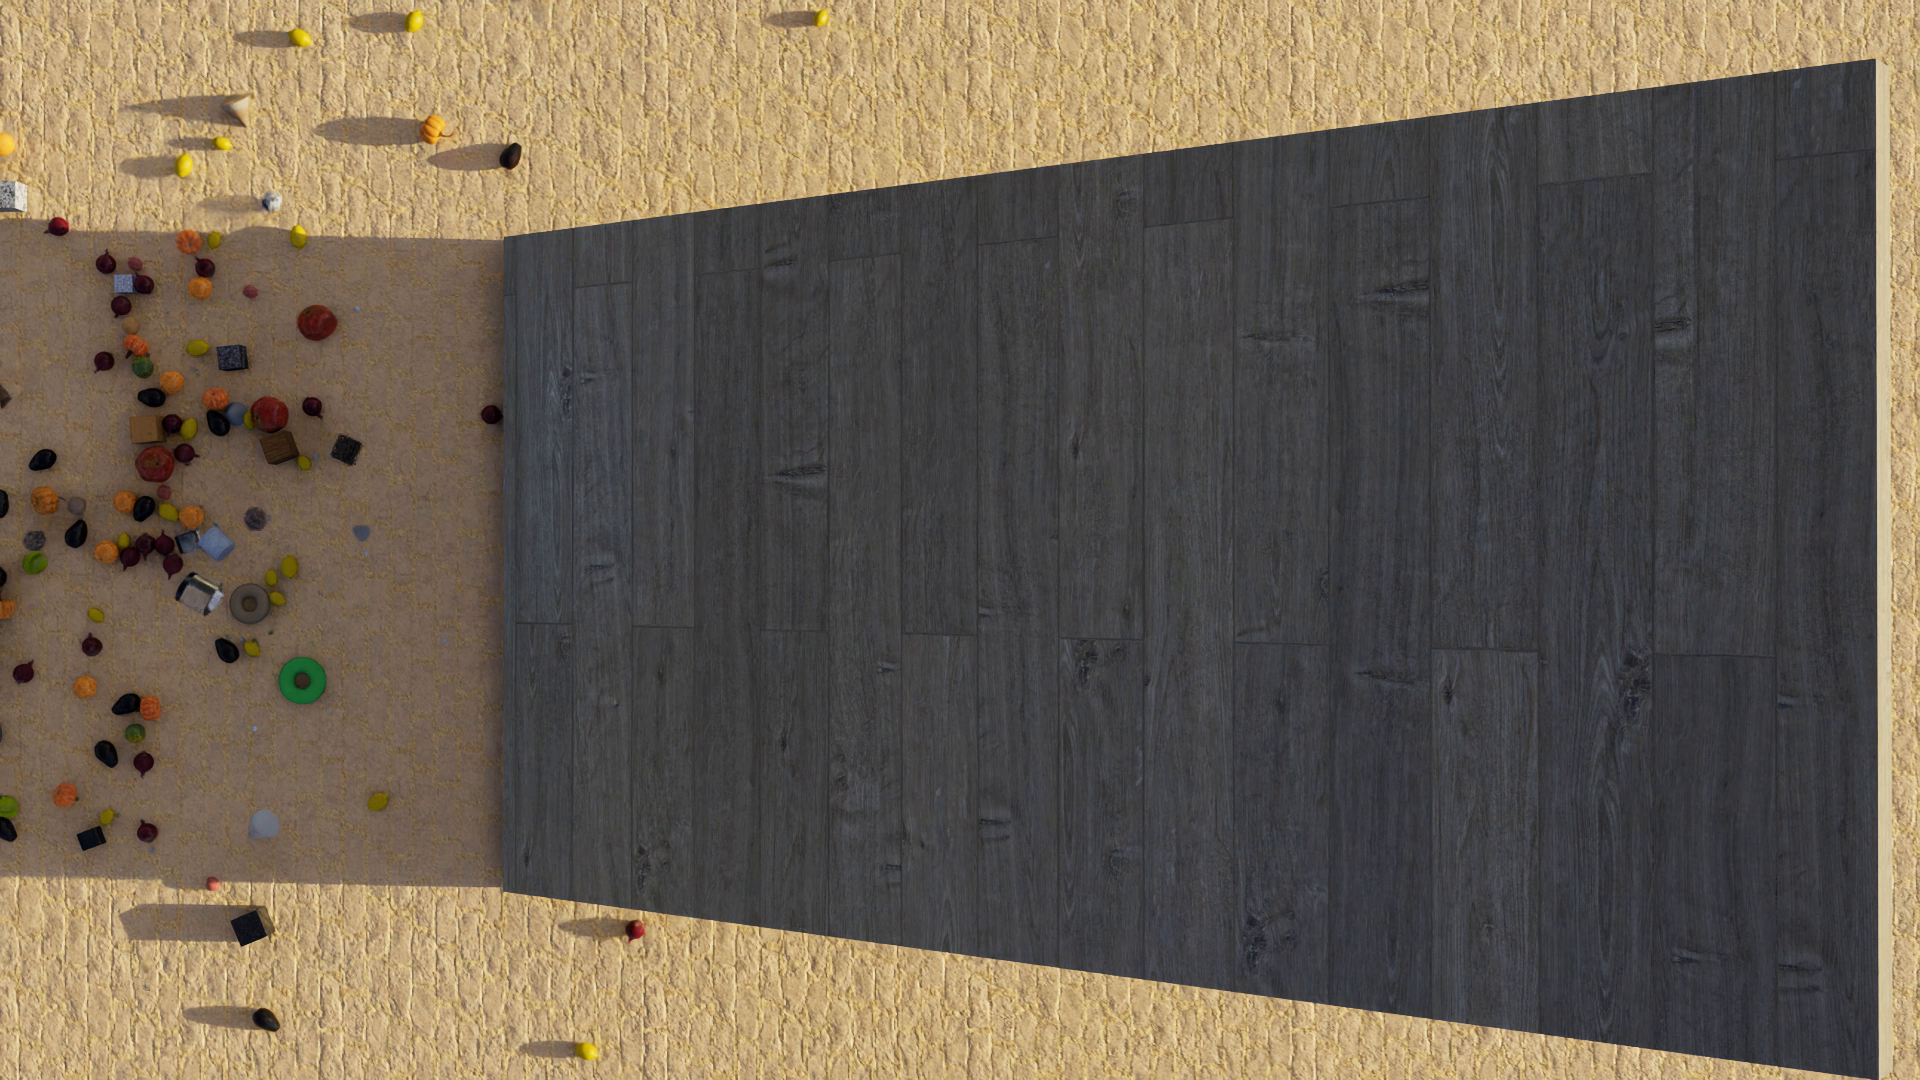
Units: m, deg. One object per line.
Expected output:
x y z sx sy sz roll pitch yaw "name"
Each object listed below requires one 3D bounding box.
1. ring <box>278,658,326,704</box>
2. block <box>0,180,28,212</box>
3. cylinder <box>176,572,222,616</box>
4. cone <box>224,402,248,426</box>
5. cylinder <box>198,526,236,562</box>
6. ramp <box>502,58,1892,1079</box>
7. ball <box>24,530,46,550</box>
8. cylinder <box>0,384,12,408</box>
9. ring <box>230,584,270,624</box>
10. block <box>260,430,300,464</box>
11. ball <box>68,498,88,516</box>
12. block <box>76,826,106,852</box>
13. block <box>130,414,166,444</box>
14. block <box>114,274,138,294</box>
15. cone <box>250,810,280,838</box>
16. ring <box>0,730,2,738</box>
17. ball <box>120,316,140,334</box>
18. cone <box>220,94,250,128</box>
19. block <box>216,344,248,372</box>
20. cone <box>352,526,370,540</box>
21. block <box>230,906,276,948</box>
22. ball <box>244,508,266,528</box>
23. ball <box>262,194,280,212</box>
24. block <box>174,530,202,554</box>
-2.024 0.433 6.769 0.146 0.049 0.146 0 90 -1 "ring"
-2.928 -1.056 6.762 0.083 0.083 0.083 1 90 0 "block"
-2.334 0.166 6.745 0.100 0.100 0.100 30 90 0 "cylinder"
-2.238 -0.390 6.762 0.074 0.074 0.074 0 90 0 "cone"
-2.284 0.013 6.757 0.078 0.078 0.078 41 90 0 "cylinder"
0.230 0.065 5.549 4.000 0.100 2.000 0 89 37 "ramp"
-2.845 0.000 6.766 0.061 0.061 0.061 0 90 0 "ball"
-2.968 -0.445 6.766 0.067 0.067 0.067 -39 90 0 "cylinder"
-2.188 0.196 6.774 0.126 0.042 0.126 0 88 0 "ring"
-2.091 -0.283 6.758 0.080 0.080 0.080 -21 90 0 "block"
-2.717 -0.103 6.769 0.056 0.056 0.056 0 90 0 "ball"
-2.670 0.918 6.762 0.055 0.055 0.055 -21 90 0 "block"
-2.495 -0.339 6.758 0.080 0.080 0.080 -6 90 0 "block"
-2.568 -0.787 6.774 0.055 0.055 0.055 0 90 0 "block"
-2.162 0.897 6.768 0.094 0.094 0.094 -36 90 26 "cone"
-3.024 0.597 6.767 0.149 0.050 0.149 0 91 1 "ring"
-2.555 -0.661 6.773 0.055 0.055 0.055 0 90 0 "ball"
-2.218 -1.314 6.784 0.095 0.095 0.095 -17 117 0 "cone"
-2.238 -0.560 6.765 0.069 0.069 0.069 -7 90 0 "block"
-1.858 -0.033 6.784 0.052 0.052 0.052 26 90 27 "cone"
-2.168 1.184 6.744 0.086 0.086 0.086 -23 90 0 "block"
-2.167 -0.067 6.763 0.066 0.066 0.066 0 90 0 "ball"
-2.121 -1.039 6.776 0.055 0.055 0.055 0 90 0 "ball"
-2.372 0.008 6.768 0.056 0.056 0.056 -20 90 0 "block"
